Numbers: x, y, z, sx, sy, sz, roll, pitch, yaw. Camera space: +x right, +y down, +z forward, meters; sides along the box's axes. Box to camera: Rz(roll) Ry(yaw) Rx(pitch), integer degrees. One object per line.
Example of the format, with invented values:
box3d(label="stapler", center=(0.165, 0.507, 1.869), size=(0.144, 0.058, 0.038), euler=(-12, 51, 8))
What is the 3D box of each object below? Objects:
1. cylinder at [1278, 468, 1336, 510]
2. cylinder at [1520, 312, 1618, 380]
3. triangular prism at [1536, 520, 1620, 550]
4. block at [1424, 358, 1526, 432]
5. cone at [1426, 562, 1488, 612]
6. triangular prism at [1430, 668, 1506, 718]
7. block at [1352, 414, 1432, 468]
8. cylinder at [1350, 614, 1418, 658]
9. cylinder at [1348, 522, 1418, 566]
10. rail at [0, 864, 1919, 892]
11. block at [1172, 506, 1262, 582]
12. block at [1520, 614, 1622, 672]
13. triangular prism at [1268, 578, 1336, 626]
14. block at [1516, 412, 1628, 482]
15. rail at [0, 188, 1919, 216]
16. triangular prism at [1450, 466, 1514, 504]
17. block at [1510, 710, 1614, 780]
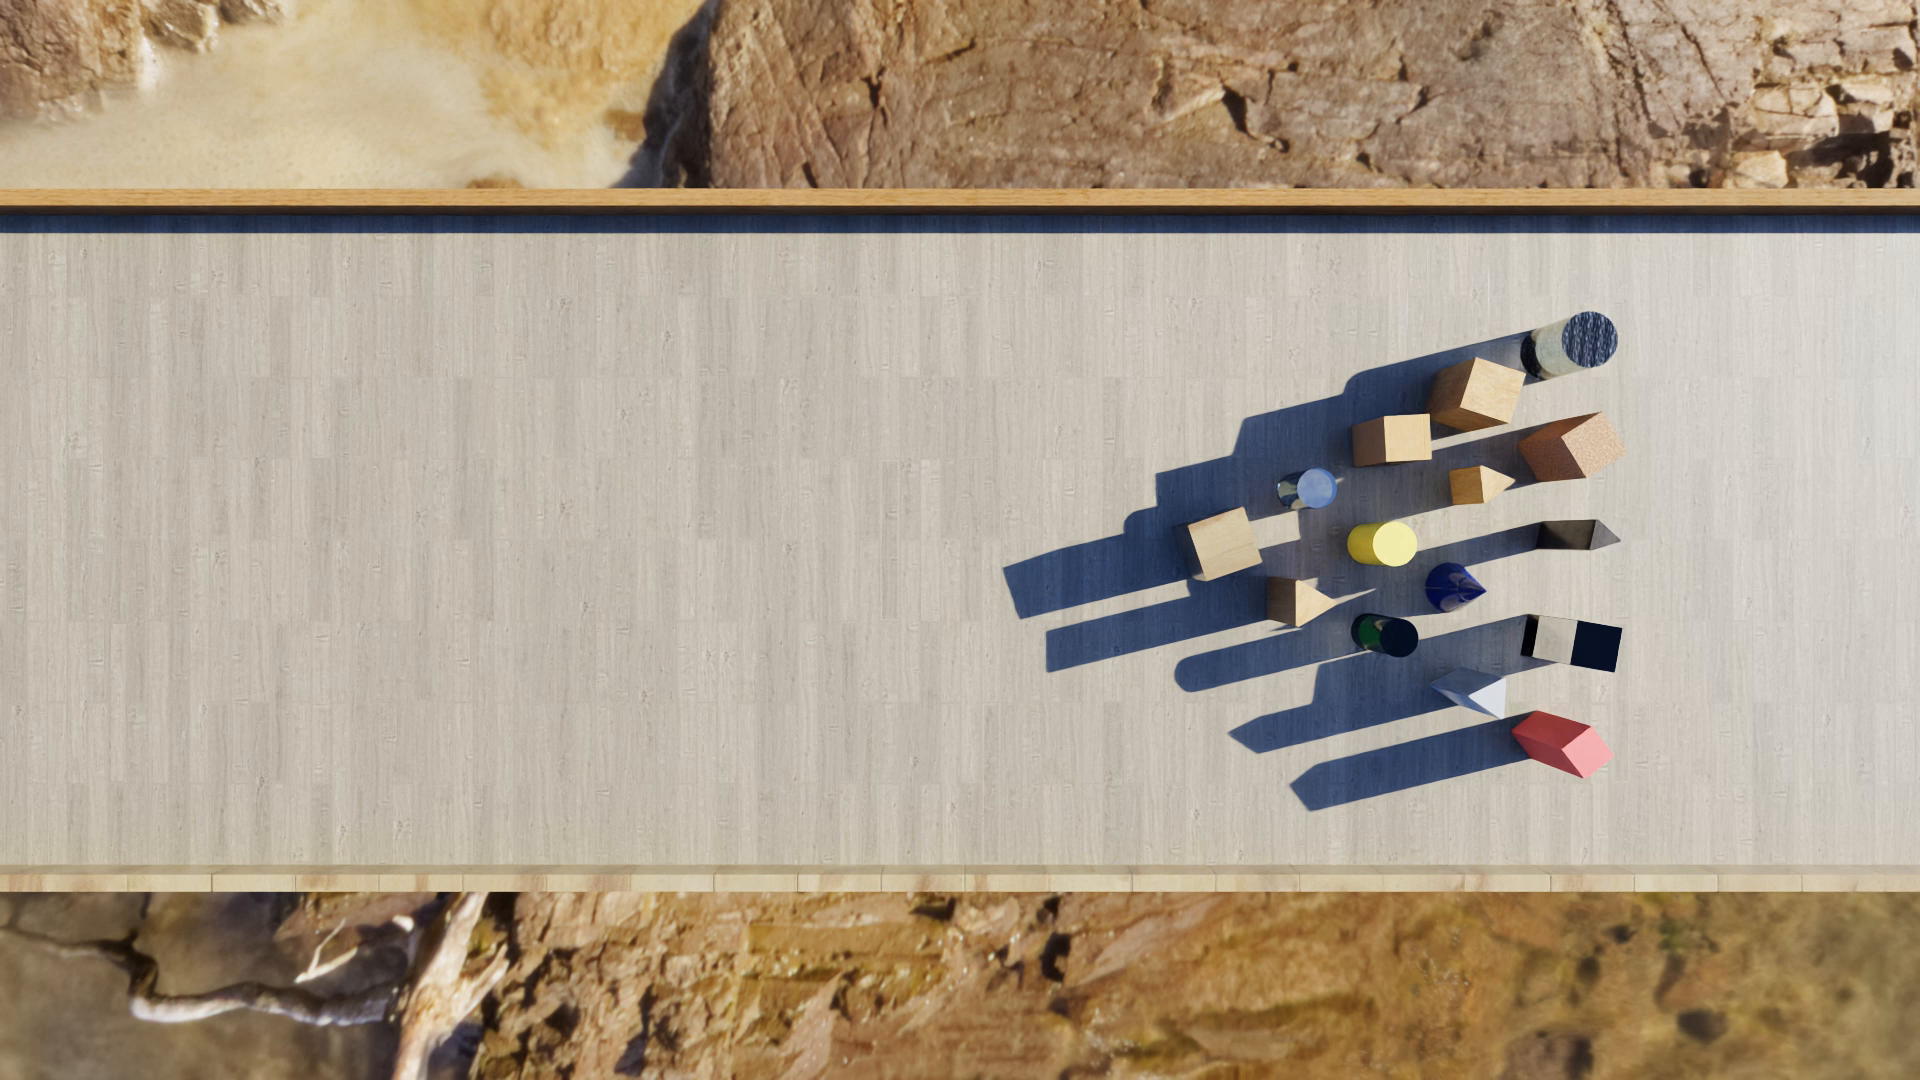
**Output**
box3d(label="cylinder", center=(1.033, -0.150, 4.925), size=(0.116, 0.304, 0.116), euler=(0, 90, 0))
box3d(label="cylinder", center=(1.805, -0.575, 4.902), size=(0.162, 0.349, 0.162), euler=(0, 90, 0))
box3d(label="triangular prism", center=(1.803, -0.021, 4.857), size=(0.090, 0.439, 0.078), euler=(-17, 90, 0))
box3d(label="block", center=(1.517, -0.426, 4.886), size=(0.149, 0.382, 0.149), euler=(18, 90, 0))
box3d(label="cone", center=(1.508, 0.146, 4.896), size=(0.154, 0.361, 0.154), euler=(0, 90, 0))
box3d(label="triangular prism", center=(1.520, 0.434, 4.877), size=(0.115, 0.398, 0.100), euler=(34, 90, 0))
box3d(label="block", center=(1.273, -0.291, 4.883), size=(0.129, 0.388, 0.129), euler=(-3, 90, 0))
box3d(label="cylinder", center=(1.259, 0.281, 4.902), size=(0.112, 0.348, 0.112), euler=(0, 90, 0))
box3d(label="cylinder", center=(1.256, 0.012, 4.918), size=(0.128, 0.317, 0.128), euler=(0, 90, 0))
box3d(label="rail", center=(-2.247, 1.025, 5.001), size=(12.000, 0.150, 0.050), euler=(0, 90, 0))
box3d(label="block", center=(0.762, 0.011, 4.908), size=(0.169, 0.337, 0.169), euler=(-19, 90, 0))
box3d(label="block", center=(1.799, 0.301, 4.870), size=(0.129, 0.412, 0.129), euler=(10, 90, 0))
box3d(label="triangular prism", center=(0.976, 0.162, 4.859), size=(0.130, 0.436, 0.112), euler=(-30, 90, 0))
box3d(label="block", center=(1.807, -0.272, 4.886), size=(0.138, 0.380, 0.138), euler=(-32, 90, 0))
box3d(label="rail", center=(-2.247, -1.025, 5.002), size=(12.000, 0.150, 0.050), euler=(0, 90, 0))
box3d(label="triangular prism", center=(1.536, -0.178, 4.926), size=(0.108, 0.301, 0.094), euler=(-37, 90, 0))
box3d(label="block", center=(1.767, 0.598, 4.858), size=(0.107, 0.437, 0.107), euler=(-38, 90, 0))
